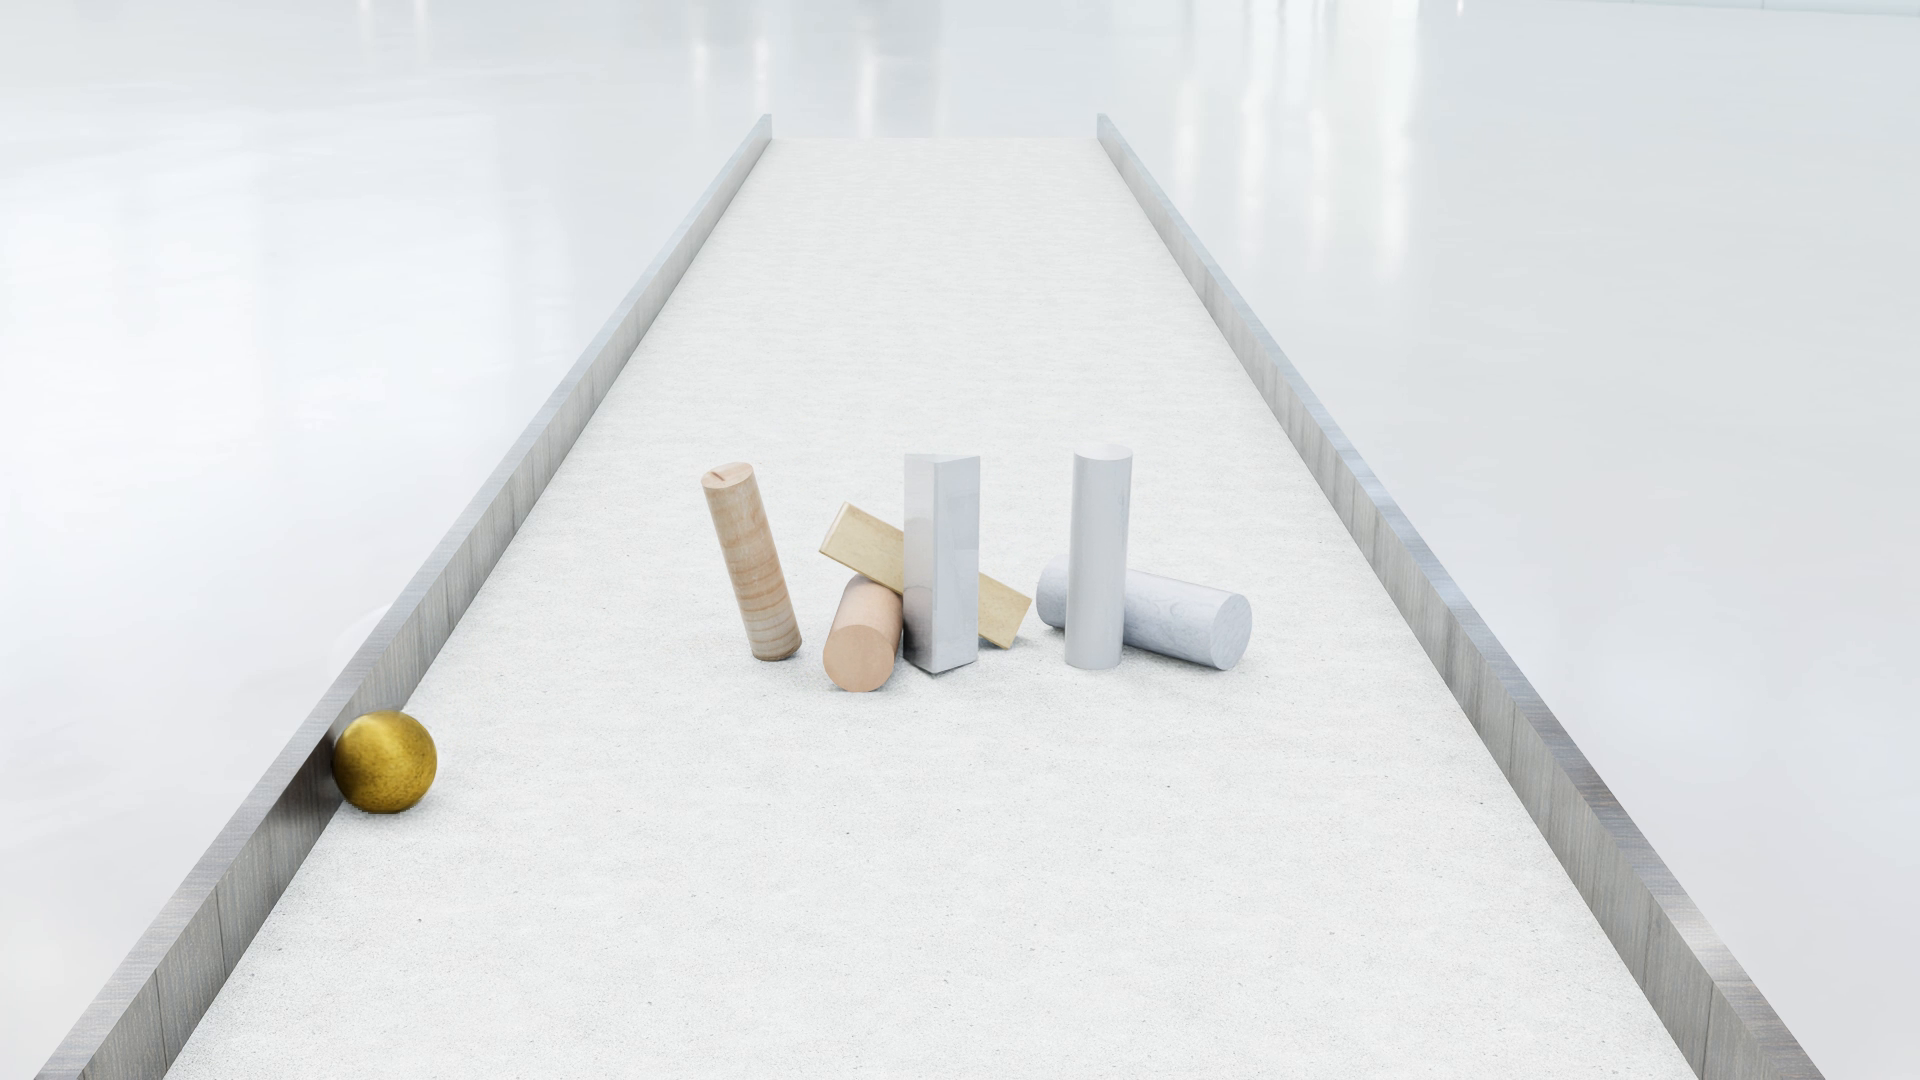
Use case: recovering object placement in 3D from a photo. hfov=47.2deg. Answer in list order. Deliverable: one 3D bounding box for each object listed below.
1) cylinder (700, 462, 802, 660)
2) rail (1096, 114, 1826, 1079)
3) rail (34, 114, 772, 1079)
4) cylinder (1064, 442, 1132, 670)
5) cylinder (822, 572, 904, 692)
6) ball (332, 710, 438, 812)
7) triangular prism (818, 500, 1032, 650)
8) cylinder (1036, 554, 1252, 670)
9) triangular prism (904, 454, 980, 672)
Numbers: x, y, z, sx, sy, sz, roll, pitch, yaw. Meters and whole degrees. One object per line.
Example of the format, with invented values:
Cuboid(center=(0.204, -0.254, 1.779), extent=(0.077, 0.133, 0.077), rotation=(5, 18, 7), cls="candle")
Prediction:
Cuboid(center=(-0.411, 0.045, 4.354), extent=(0.105, 0.398, 0.105), rotation=(-10, 28, 6), cls="cylinder")
Cuboid(center=(0.932, -0.844, 7.801), extent=(0.050, 0.150, 12.000), rotation=(0, 17, -1), cls="rail")
Cuboid(center=(-1.118, -0.838, 7.780), extent=(0.050, 0.150, 12.000), rotation=(0, 17, -1), cls="rail")
Cuboid(center=(0.272, 0.033, 4.341), extent=(0.116, 0.436, 0.116), rotation=(1, 19, -1), cls="cylinder")
Cuboid(center=(-0.185, 0.177, 4.390), extent=(0.138, 0.138, 0.359), rotation=(1, 17, 3), cls="cylinder")
Cuboid(center=(-0.962, 0.370, 3.681), extent=(0.171, 0.171, 0.171), rotation=(0, 17, 0), cls="ball")
Cuboid(center=(-0.066, 0.063, 4.491), extent=(0.434, 0.102, 0.117), rotation=(28, 16, -5), cls="triangular prism")
Cuboid(center=(0.371, 0.143, 4.476), extent=(0.428, 0.154, 0.154), rotation=(13, 21, 37), cls="cylinder")
Cuboid(center=(-0.058, 0.039, 4.359), extent=(0.128, 0.413, 0.148), rotation=(7, 11, 34), cls="triangular prism")
